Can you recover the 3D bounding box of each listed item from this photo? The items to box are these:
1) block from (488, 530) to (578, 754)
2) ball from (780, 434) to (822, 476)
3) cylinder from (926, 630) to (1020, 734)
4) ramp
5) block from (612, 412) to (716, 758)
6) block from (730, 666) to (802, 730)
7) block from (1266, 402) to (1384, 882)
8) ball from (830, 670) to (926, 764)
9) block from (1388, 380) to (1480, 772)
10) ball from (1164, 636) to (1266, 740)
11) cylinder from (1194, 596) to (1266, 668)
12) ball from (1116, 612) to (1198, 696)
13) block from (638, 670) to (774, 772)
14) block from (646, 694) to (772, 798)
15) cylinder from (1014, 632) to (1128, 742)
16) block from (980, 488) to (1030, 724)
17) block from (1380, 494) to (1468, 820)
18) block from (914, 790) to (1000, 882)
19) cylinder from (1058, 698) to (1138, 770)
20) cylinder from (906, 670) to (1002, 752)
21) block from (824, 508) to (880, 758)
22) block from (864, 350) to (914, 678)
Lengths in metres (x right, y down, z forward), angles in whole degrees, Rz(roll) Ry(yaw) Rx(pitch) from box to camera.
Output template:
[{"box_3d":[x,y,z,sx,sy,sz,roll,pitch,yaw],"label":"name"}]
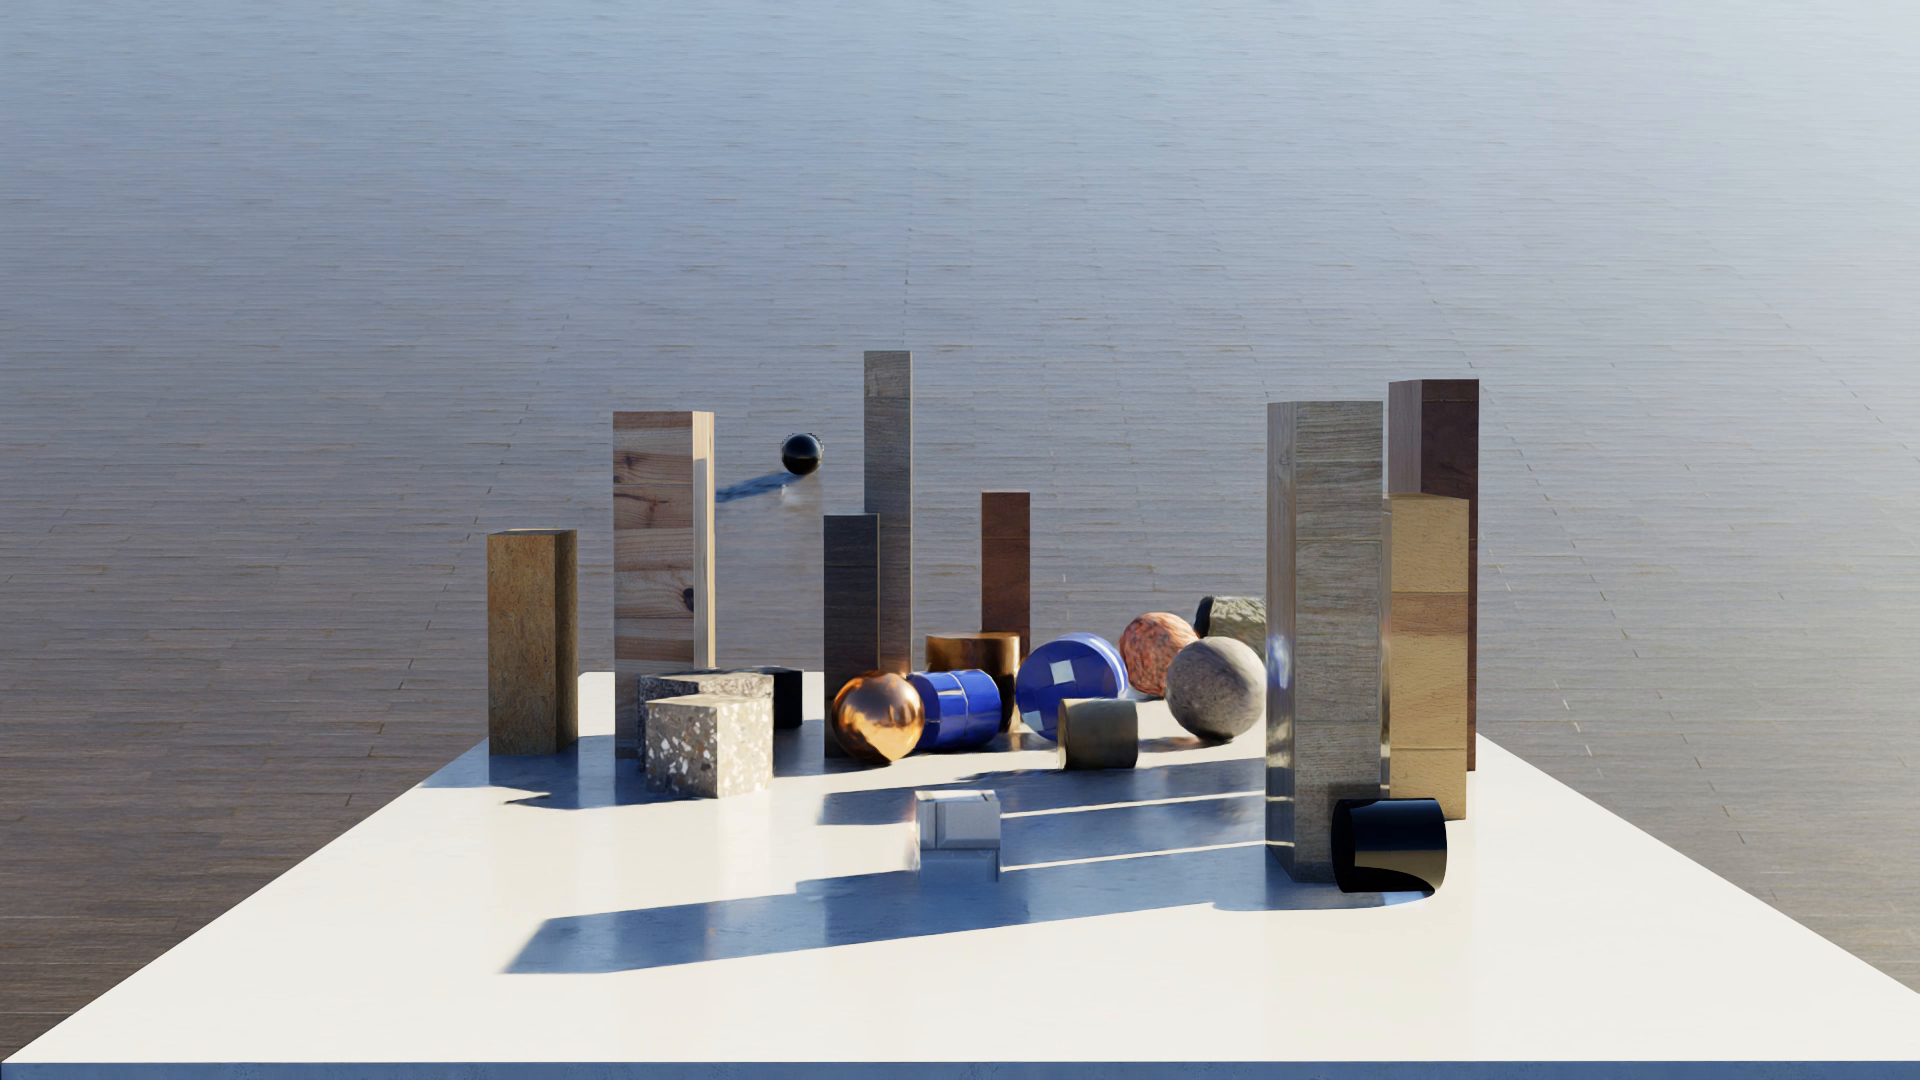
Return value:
[{"box_3d":[-0.833,0.193,5.033,0.128,0.418,0.290,0,3,0],"label":"block"},{"box_3d":[-0.495,-0.268,8.048,0.130,0.130,0.130,0,23,0],"label":"ball"},{"box_3d":[0.027,0.292,5.308,0.195,0.195,0.195,0,3,0],"label":"cylinder"},{"box_3d":[0.052,0.474,4.536,2.000,0.100,4.000,0,3,0],"label":"ramp"},{"box_3d":[-0.575,0.076,5.035,0.149,0.652,0.419,0,3,0],"label":"block"},{"box_3d":[-0.410,0.329,5.349,0.117,0.117,0.117,-2,3,-42],"label":"block"},{"box_3d":[0.516,0.133,3.673,0.117,0.659,0.330,0,3,0],"label":"block"},{"box_3d":[-0.152,0.327,4.759,0.174,0.174,0.174,0,23,0],"label":"ball"},{"box_3d":[0.881,0.057,4.817,0.103,0.708,0.353,0,3,0],"label":"block"},{"box_3d":[0.511,0.295,5.115,0.207,0.207,0.207,0,23,0],"label":"ball"},{"box_3d":[0.693,0.242,6.194,0.210,0.210,0.210,1,22,21],"label":"cylinder"},{"box_3d":[0.460,0.264,5.947,0.195,0.195,0.195,0,23,0],"label":"ball"},{"box_3d":[-0.460,0.332,4.659,0.174,0.174,0.174,3,4,45],"label":"block"},{"box_3d":[-0.431,0.352,4.427,0.154,0.154,0.154,2,3,32],"label":"block"},{"box_3d":[0.226,0.294,5.163,0.204,0.204,0.204,4,3,9],"label":"cylinder"},{"box_3d":[0.096,0.136,5.541,0.101,0.486,0.287,0,3,0],"label":"block"},{"box_3d":[0.743,0.182,4.267,0.122,0.508,0.385,0,3,0],"label":"block"},{"box_3d":[-0.004,0.412,3.585,0.110,0.110,0.110,0,3,-5],"label":"block"},{"box_3d":[0.249,0.352,4.671,0.129,0.129,0.129,0,23,-6],"label":"cylinder"},{"box_3d":[-0.024,0.330,4.981,0.149,0.149,0.149,-2,19,-39],"label":"cylinder"},{"box_3d":[-0.206,0.173,5.050,0.101,0.457,0.421,0,3,0],"label":"block"},{"box_3d":[-0.141,0.011,5.143,0.090,0.771,0.277,0,3,0],"label":"block"}]
